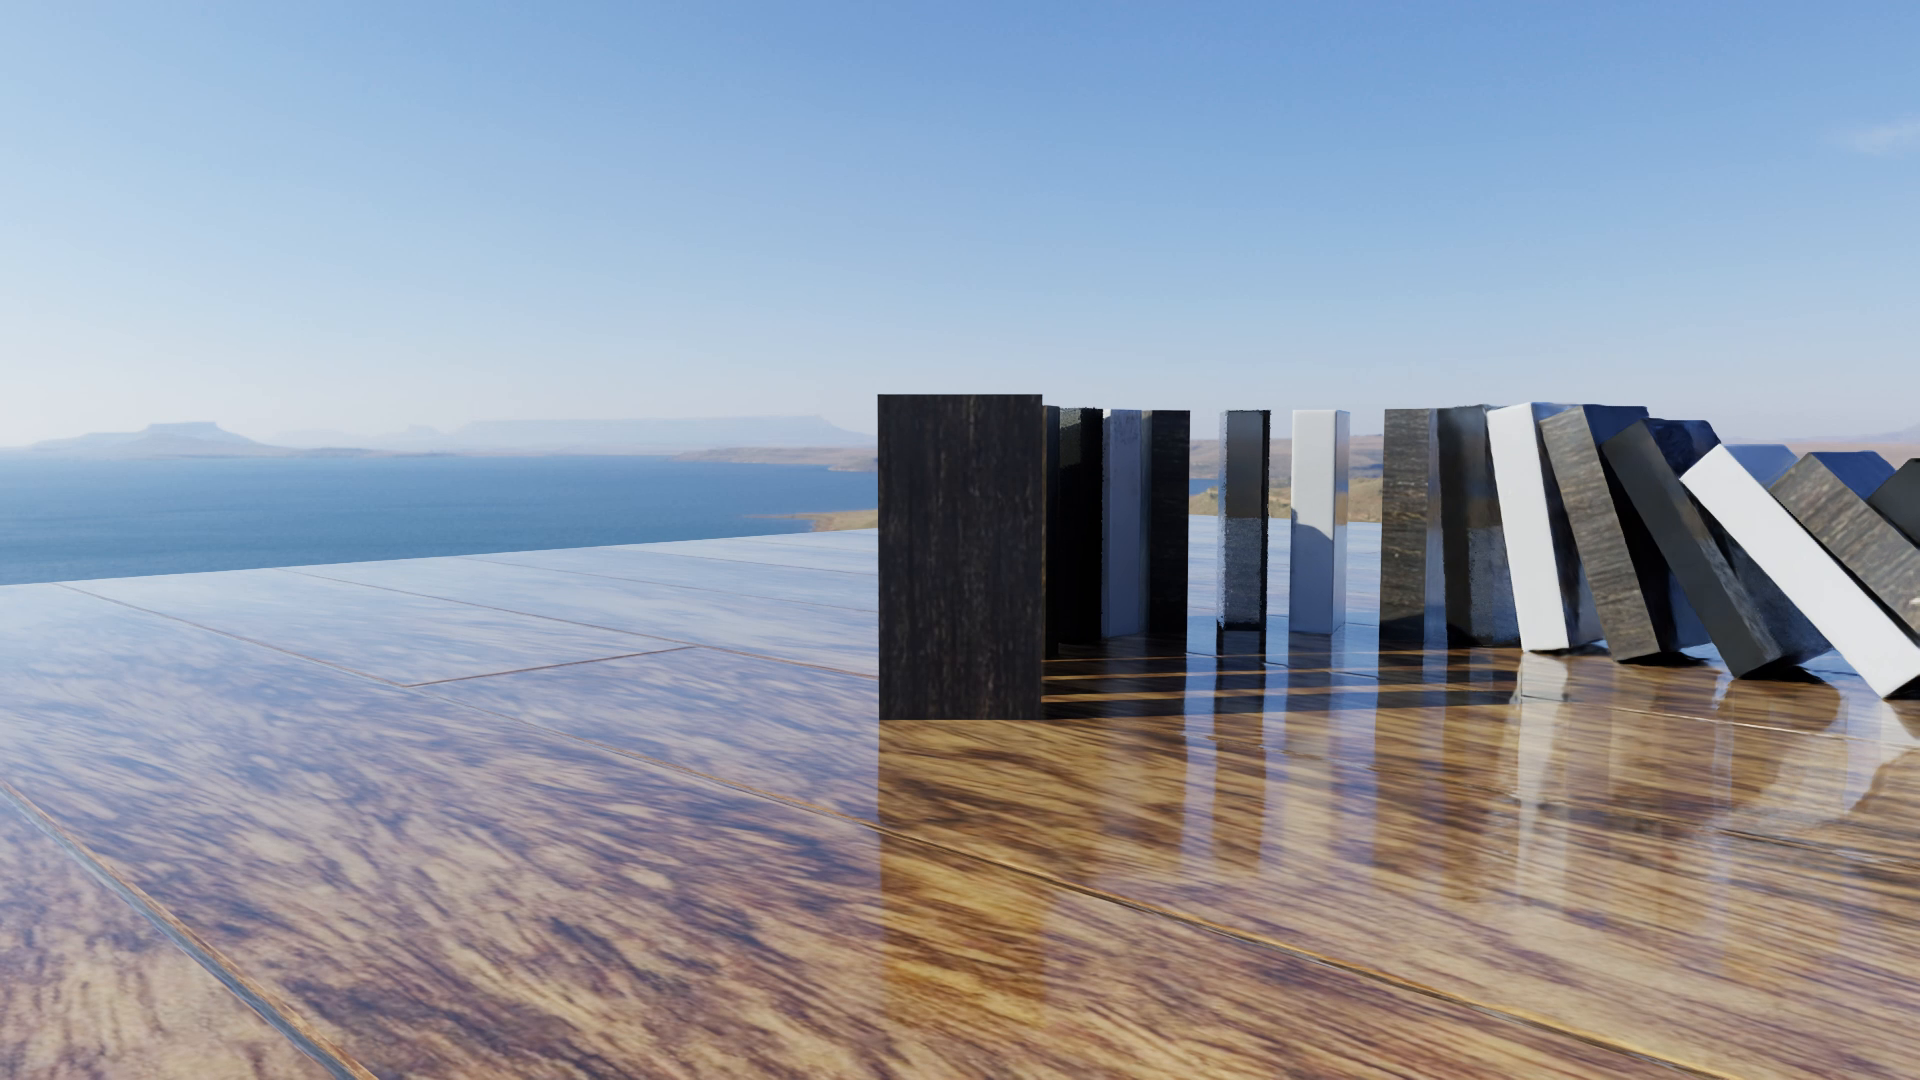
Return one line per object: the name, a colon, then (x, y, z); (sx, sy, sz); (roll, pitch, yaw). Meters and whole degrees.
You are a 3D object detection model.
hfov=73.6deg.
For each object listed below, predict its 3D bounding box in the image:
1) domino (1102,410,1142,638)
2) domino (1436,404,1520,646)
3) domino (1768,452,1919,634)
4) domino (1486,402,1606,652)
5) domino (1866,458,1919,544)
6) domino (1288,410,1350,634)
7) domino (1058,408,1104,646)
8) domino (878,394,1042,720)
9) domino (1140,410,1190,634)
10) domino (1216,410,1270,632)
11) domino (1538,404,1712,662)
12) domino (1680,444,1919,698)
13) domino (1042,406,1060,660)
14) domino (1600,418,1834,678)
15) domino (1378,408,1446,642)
domino: (0.029, -0.004, 0.292); (0.010, 0.050, 0.025); (-3, 5, -38)
domino: (0.114, -0.004, 0.279); (0.010, 0.050, 0.025); (-2, 2, 41)
domino: (0.166, 0.006, 0.219); (0.025, 0.009, 0.050); (-3, 48, -32)
domino: (0.125, -0.003, 0.269); (0.025, 0.050, 0.010); (-4, -5, -41)
domino: (0.175, 0.007, 0.206); (0.025, 0.010, 0.050); (-2, 46, -29)
domino: (0.084, -0.005, 0.297); (0.010, 0.050, 0.025); (2, 5, 23)
domino: (0.018, -0.004, 0.281); (0.025, 0.050, 0.010); (3, 5, 36)
domino: (0.000, 0.002, 0.201); (0.025, 0.050, 0.009); (0, 4, 0)
domino: (0.043, -0.005, 0.300); (0.009, 0.050, 0.025); (-1, 5, -19)
domino: (0.067, -0.005, 0.302); (0.010, 0.050, 0.025); (1, 4, 8)
domino: (0.135, -0.002, 0.259); (0.025, 0.050, 0.009); (-3, -15, -35)
domino: (0.157, 0.004, 0.232); (0.025, 0.050, 0.010); (-3, -39, -34)
domino: (0.007, -0.002, 0.259); (0.025, 0.050, 0.009); (2, 5, 20)
domino: (0.146, 0.000, 0.246); (0.025, 0.050, 0.010); (-3, -27, -34)
domino: (0.103, -0.004, 0.287); (0.009, 0.050, 0.025); (3, 5, 33)
